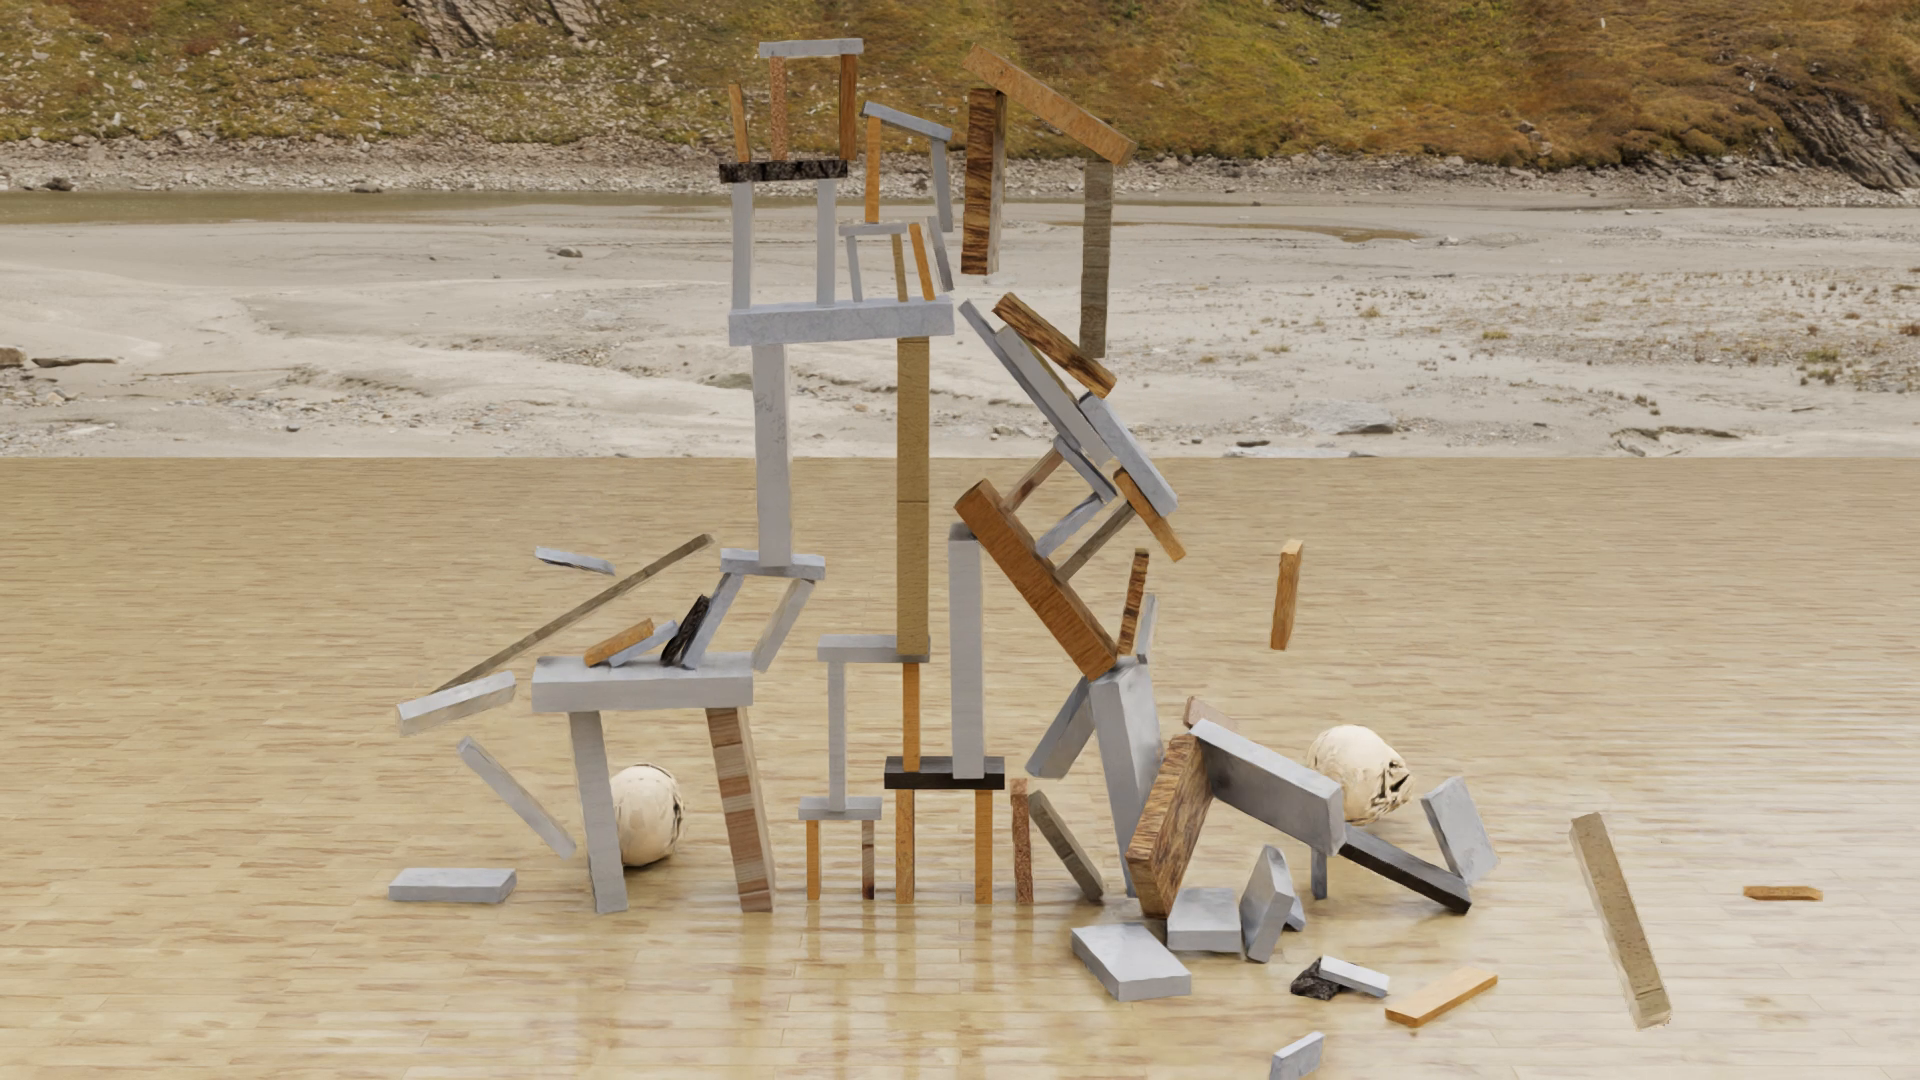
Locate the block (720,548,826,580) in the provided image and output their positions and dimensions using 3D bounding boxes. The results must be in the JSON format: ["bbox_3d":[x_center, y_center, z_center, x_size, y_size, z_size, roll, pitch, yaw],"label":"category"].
[{"bbox_3d":[-0.303,0.039,3.554,0.167,0.024,0.084,5,11,-7],"label":"block"}]

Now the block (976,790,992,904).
[{"bbox_3d":[0.040,0.494,3.651,0.028,0.196,0.098,0,11,1],"label":"block"}]

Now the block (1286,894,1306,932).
[{"bbox_3d":[0.524,0.588,3.549,0.060,0.017,0.120,35,11,-3],"label":"block"}]

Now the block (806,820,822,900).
[{"bbox_3d":[-0.243,0.522,3.661,0.019,0.137,0.068,0,11,0],"label":"block"}]

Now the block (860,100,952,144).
[{"bbox_3d":[-0.085,-0.656,3.460,0.142,0.020,0.071,17,4,-9],"label":"block"}]

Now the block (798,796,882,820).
[{"bbox_3d":[-0.197,0.445,3.647,0.137,0.019,0.068,0,11,0],"label":"block"}]

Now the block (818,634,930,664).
[{"bbox_3d":[-0.139,0.177,3.596,0.182,0.026,0.091,0,11,0],"label":"block"}]

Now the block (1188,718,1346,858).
[{"bbox_3d":[0.493,0.396,3.533,0.271,0.135,0.038,25,53,36],"label":"block"}]

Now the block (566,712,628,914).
[{"bbox_3d":[-0.602,0.420,3.623,0.049,0.347,0.174,-9,12,-12],"label":"block"}]

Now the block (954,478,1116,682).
[{"bbox_3d":[0.125,0.061,3.563,0.050,0.355,0.177,-38,3,8],"label":"block"}]

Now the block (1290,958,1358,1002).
[{"bbox_3d":[0.543,0.654,3.277,0.060,0.017,0.120,6,12,29],"label":"block"}]

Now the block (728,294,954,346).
[{"bbox_3d":[-0.187,-0.349,3.484,0.348,0.049,0.174,-3,11,-2],"label":"block"}]

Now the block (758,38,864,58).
[{"bbox_3d":[-0.231,-0.762,3.409,0.159,0.023,0.080,-3,11,-3],"label":"block"}]

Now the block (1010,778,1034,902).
[{"bbox_3d":[0.103,0.498,3.655,0.026,0.184,0.092,-3,10,1],"label":"block"}]

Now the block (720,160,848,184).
[{"bbox_3d":[-0.275,-0.577,3.436,0.196,0.028,0.098,-3,11,-3],"label":"block"}]

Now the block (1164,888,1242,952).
[{"bbox_3d":[0.383,0.601,3.487,0.113,0.032,0.227,0,7,4],"label":"block"}]

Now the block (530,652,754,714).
[{"bbox_3d":[-0.511,0.229,3.559,0.347,0.049,0.174,-1,11,-7],"label":"block"}]

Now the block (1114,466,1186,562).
[{"bbox_3d":[0.304,-0.043,3.532,0.023,0.166,0.083,-36,5,8],"label":"block"}]

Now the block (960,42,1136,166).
[{"bbox_3d":[0.141,-0.677,3.422,0.283,0.040,0.142,33,13,2],"label":"block"}]

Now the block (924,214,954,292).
[{"bbox_3d":[-0.034,-0.452,3.477,0.017,0.121,0.060,-14,8,-5],"label":"block"}]

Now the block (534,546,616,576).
[{"bbox_3d":[-0.629,0.035,3.600,0.119,0.017,0.059,10,-9,12],"label":"block"}]

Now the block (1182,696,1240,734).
[{"bbox_3d":[0.416,0.304,3.635,0.104,0.052,0.015,31,-38,-21],"label":"block"}]

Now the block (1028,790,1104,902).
[{"bbox_3d":[0.175,0.507,3.657,0.026,0.185,0.092,-34,9,6],"label":"block"}]

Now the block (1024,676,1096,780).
[{"bbox_3d":[0.186,0.312,3.639,0.026,0.185,0.092,39,14,31],"label":"block"}]

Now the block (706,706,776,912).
[{"bbox_3d":[-0.361,0.418,3.633,0.049,0.347,0.174,-9,11,-1],"label":"block"}]

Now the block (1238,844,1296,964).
[{"bbox_3d":[0.481,0.569,3.460,0.032,0.113,0.227,21,11,0],"label":"block"}]

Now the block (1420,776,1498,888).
[{"bbox_3d":[0.840,0.490,3.699,0.083,0.167,0.024,-28,8,-29],"label":"block"}]

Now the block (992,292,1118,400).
[{"bbox_3d":[0.152,-0.309,3.490,0.223,0.032,0.112,39,11,-1],"label":"block"}]

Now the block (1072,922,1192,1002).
[{"bbox_3d":[0.257,0.637,3.329,0.113,0.032,0.227,-3,11,-15],"label":"block"}]

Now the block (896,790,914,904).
[{"bbox_3d":[-0.091,0.494,3.649,0.028,0.196,0.098,0,11,1],"label":"block"}]

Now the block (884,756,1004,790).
[{"bbox_3d":[-0.025,0.384,3.628,0.196,0.028,0.098,0,11,1],"label":"block"}]

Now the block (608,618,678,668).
[{"bbox_3d":[-0.514,0.167,3.570,0.118,0.017,0.059,-27,12,0],"label":"block"}]

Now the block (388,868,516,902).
[{"bbox_3d":[-0.847,0.576,3.672,0.189,0.027,0.094,0,9,4],"label":"block"}]

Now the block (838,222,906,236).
[{"bbox_3d":[-0.138,-0.489,3.463,0.106,0.015,0.053,-3,10,-2],"label":"block"}]

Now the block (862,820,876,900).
[{"bbox_3d":[-0.152,0.522,3.661,0.019,0.137,0.068,0,11,0],"label":"block"}]

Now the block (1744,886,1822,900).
[{"bbox_3d":[1.261,0.542,3.372,0.101,0.014,0.050,-8,-21,41],"label":"block"}]

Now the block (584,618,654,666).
[{"bbox_3d":[-0.554,0.166,3.578,0.118,0.017,0.059,-26,12,-1],"label":"block"}]

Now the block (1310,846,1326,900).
[{"bbox_3d":[0.597,0.531,3.660,0.017,0.120,0.060,-1,11,0],"label":"block"}]

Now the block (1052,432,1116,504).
[{"bbox_3d":[0.199,-0.117,3.524,0.018,0.131,0.065,-43,6,10],"label":"block"}]
